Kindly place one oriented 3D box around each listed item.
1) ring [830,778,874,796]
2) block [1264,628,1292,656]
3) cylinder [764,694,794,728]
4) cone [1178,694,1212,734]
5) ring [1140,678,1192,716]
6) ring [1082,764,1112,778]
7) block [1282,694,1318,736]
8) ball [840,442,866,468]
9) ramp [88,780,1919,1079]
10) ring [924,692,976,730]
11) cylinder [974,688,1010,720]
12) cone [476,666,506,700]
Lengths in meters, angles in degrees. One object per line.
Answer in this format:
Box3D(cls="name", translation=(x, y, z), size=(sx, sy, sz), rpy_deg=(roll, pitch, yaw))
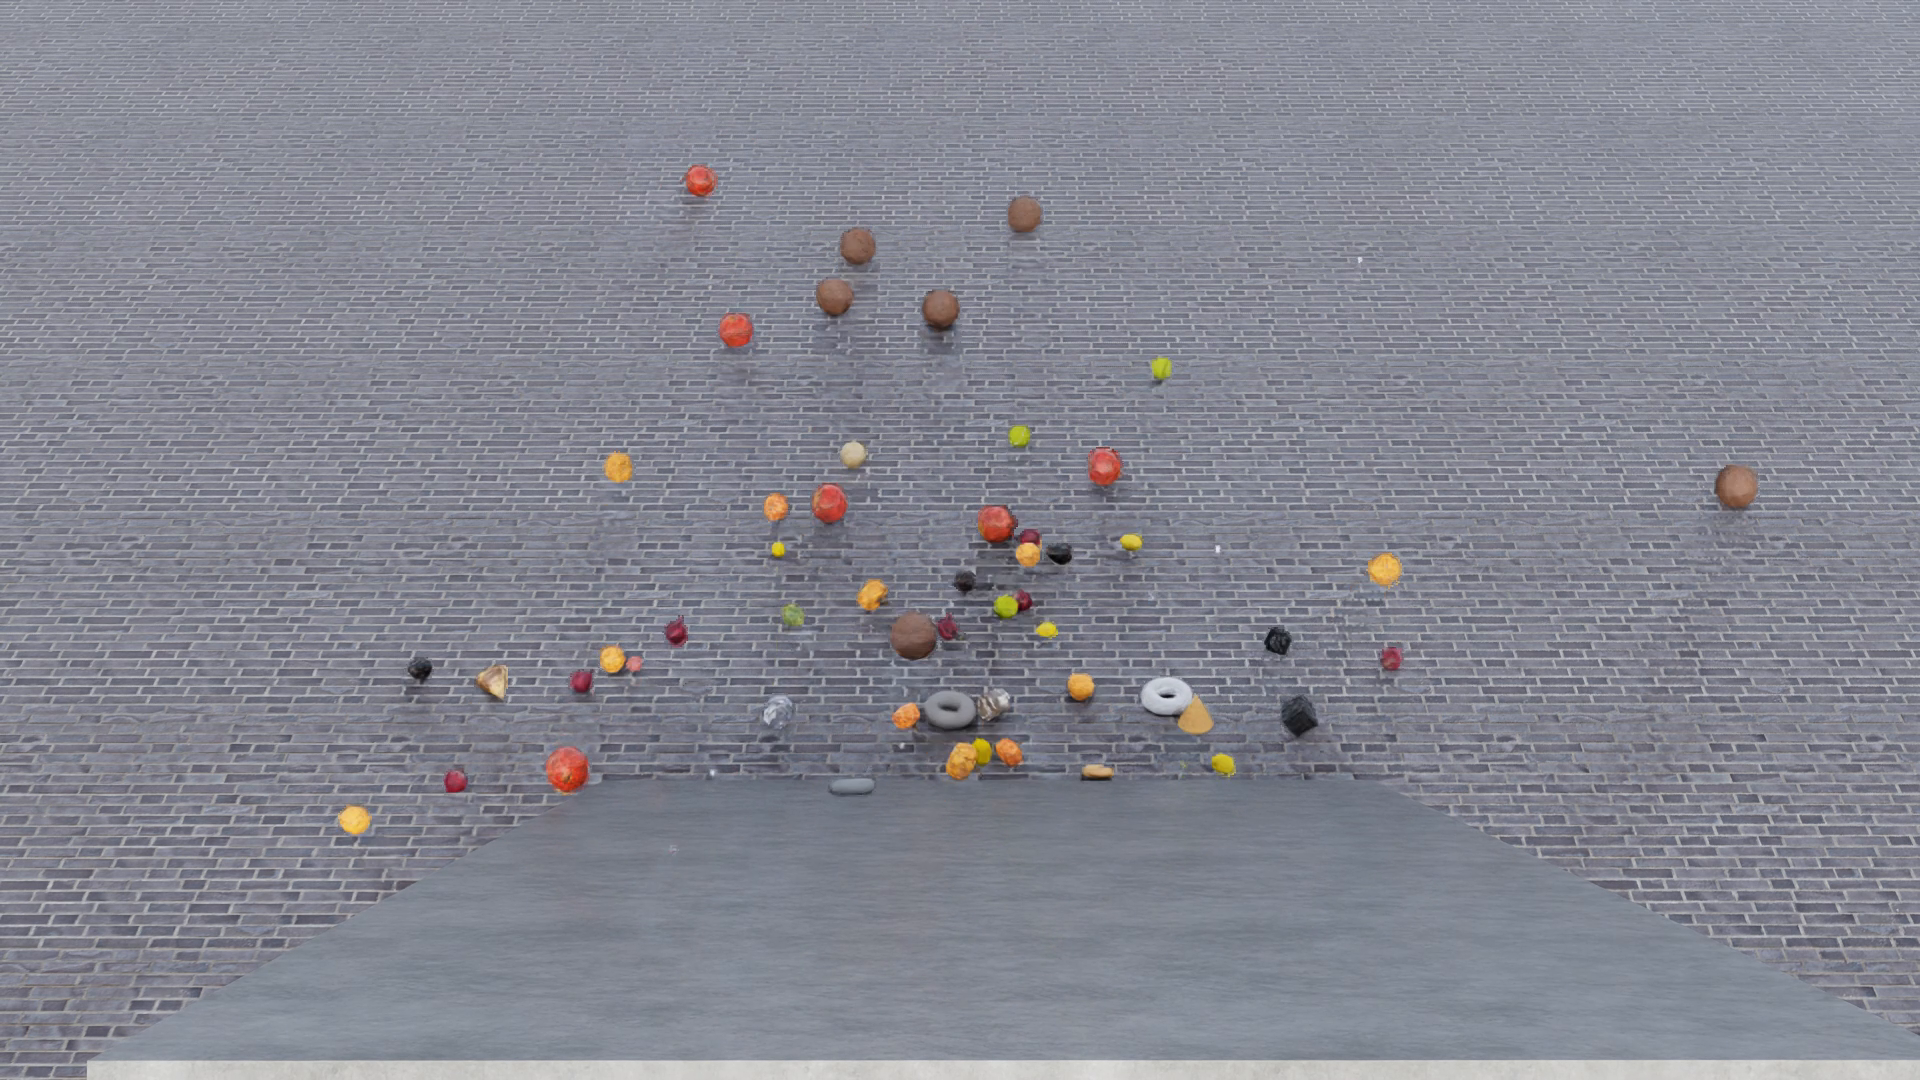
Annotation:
Box3D(cls="ring", translation=(-0.263, 0.599, 6.297), size=(0.109, 0.036, 0.109), rpy_deg=(-3, -3, 0))
Box3D(cls="block", translation=(0.896, 0.288, 7.310), size=(0.051, 0.051, 0.051), rpy_deg=(18, 17, -19))
Box3D(cls="cylinder", translation=(-0.493, 0.466, 7.056), size=(0.077, 0.077, 0.077), rpy_deg=(0, 8, 0))
Box3D(cls="cone", translation=(0.643, 0.460, 7.069), size=(0.098, 0.098, 0.098), rpy_deg=(0, 33, 0))
Box3D(cls="ring", translation=(0.570, 0.432, 7.159), size=(0.145, 0.048, 0.145), rpy_deg=(0, 33, 0))
Box3D(cls="ring", translation=(0.363, 0.614, 6.877), size=(0.081, 0.027, 0.081), rpy_deg=(4, 5, 0))
Box3D(cls="block", translation=(0.920, 0.476, 7.028), size=(0.068, 0.068, 0.068), rpy_deg=(-32, 28, 26))
Box3D(cls="ball", translation=(-0.338, -0.270, 8.210), size=(0.084, 0.084, 0.084), rpy_deg=(0, 33, 0))
Box3D(cls="ramp", translation=(0.073, 0.639, 4.751), size=(2.000, 0.100, 4.000), rpy_deg=(0, -1, 0))
Box3D(cls="ring", translation=(-0.027, 0.466, 7.106), size=(0.146, 0.049, 0.146), rpy_deg=(3, 31, -2))
Box3D(cls="cylinder", translation=(0.090, 0.449, 7.100), size=(0.070, 0.070, 0.070), rpy_deg=(23, 28, 32))
Box3D(cls="cone", translation=(-1.281, 0.412, 7.182), size=(0.090, 0.090, 0.090), rpy_deg=(-19, 57, -27))
